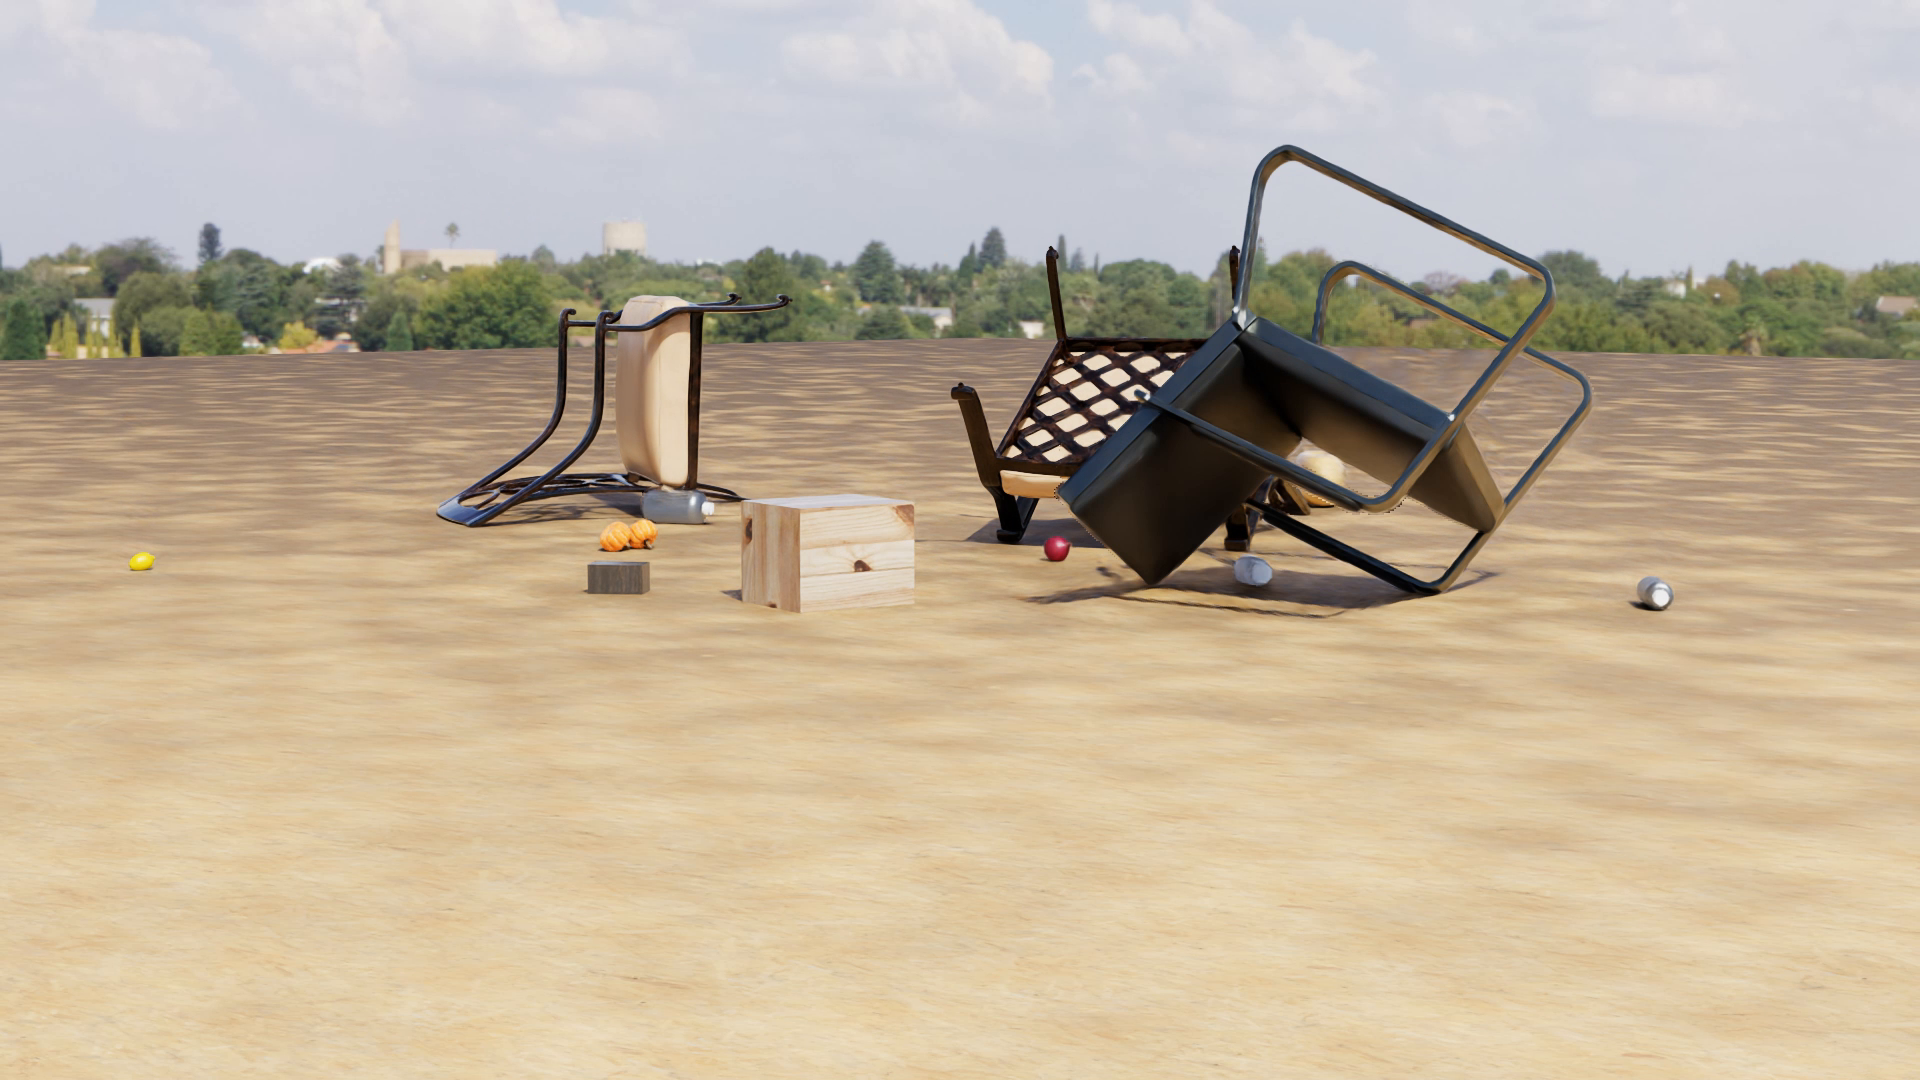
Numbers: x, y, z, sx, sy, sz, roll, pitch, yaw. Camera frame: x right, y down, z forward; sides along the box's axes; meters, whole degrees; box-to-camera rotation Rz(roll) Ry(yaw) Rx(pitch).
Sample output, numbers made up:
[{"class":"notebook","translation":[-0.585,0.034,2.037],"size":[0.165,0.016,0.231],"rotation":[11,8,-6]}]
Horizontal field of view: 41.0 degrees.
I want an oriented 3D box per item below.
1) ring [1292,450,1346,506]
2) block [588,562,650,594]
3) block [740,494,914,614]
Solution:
[{"class":"ring","translation":[1.044,-0.180,7.457],"size":[0.150,0.147,0.435],"rotation":[-2,5,4]},{"class":"block","translation":[-0.711,0.079,5.349],"size":[0.116,0.061,0.067],"rotation":[1,6,6]},{"class":"block","translation":[-0.267,0.024,5.176],"size":[0.269,0.206,0.227],"rotation":[-4,7,-35]}]
